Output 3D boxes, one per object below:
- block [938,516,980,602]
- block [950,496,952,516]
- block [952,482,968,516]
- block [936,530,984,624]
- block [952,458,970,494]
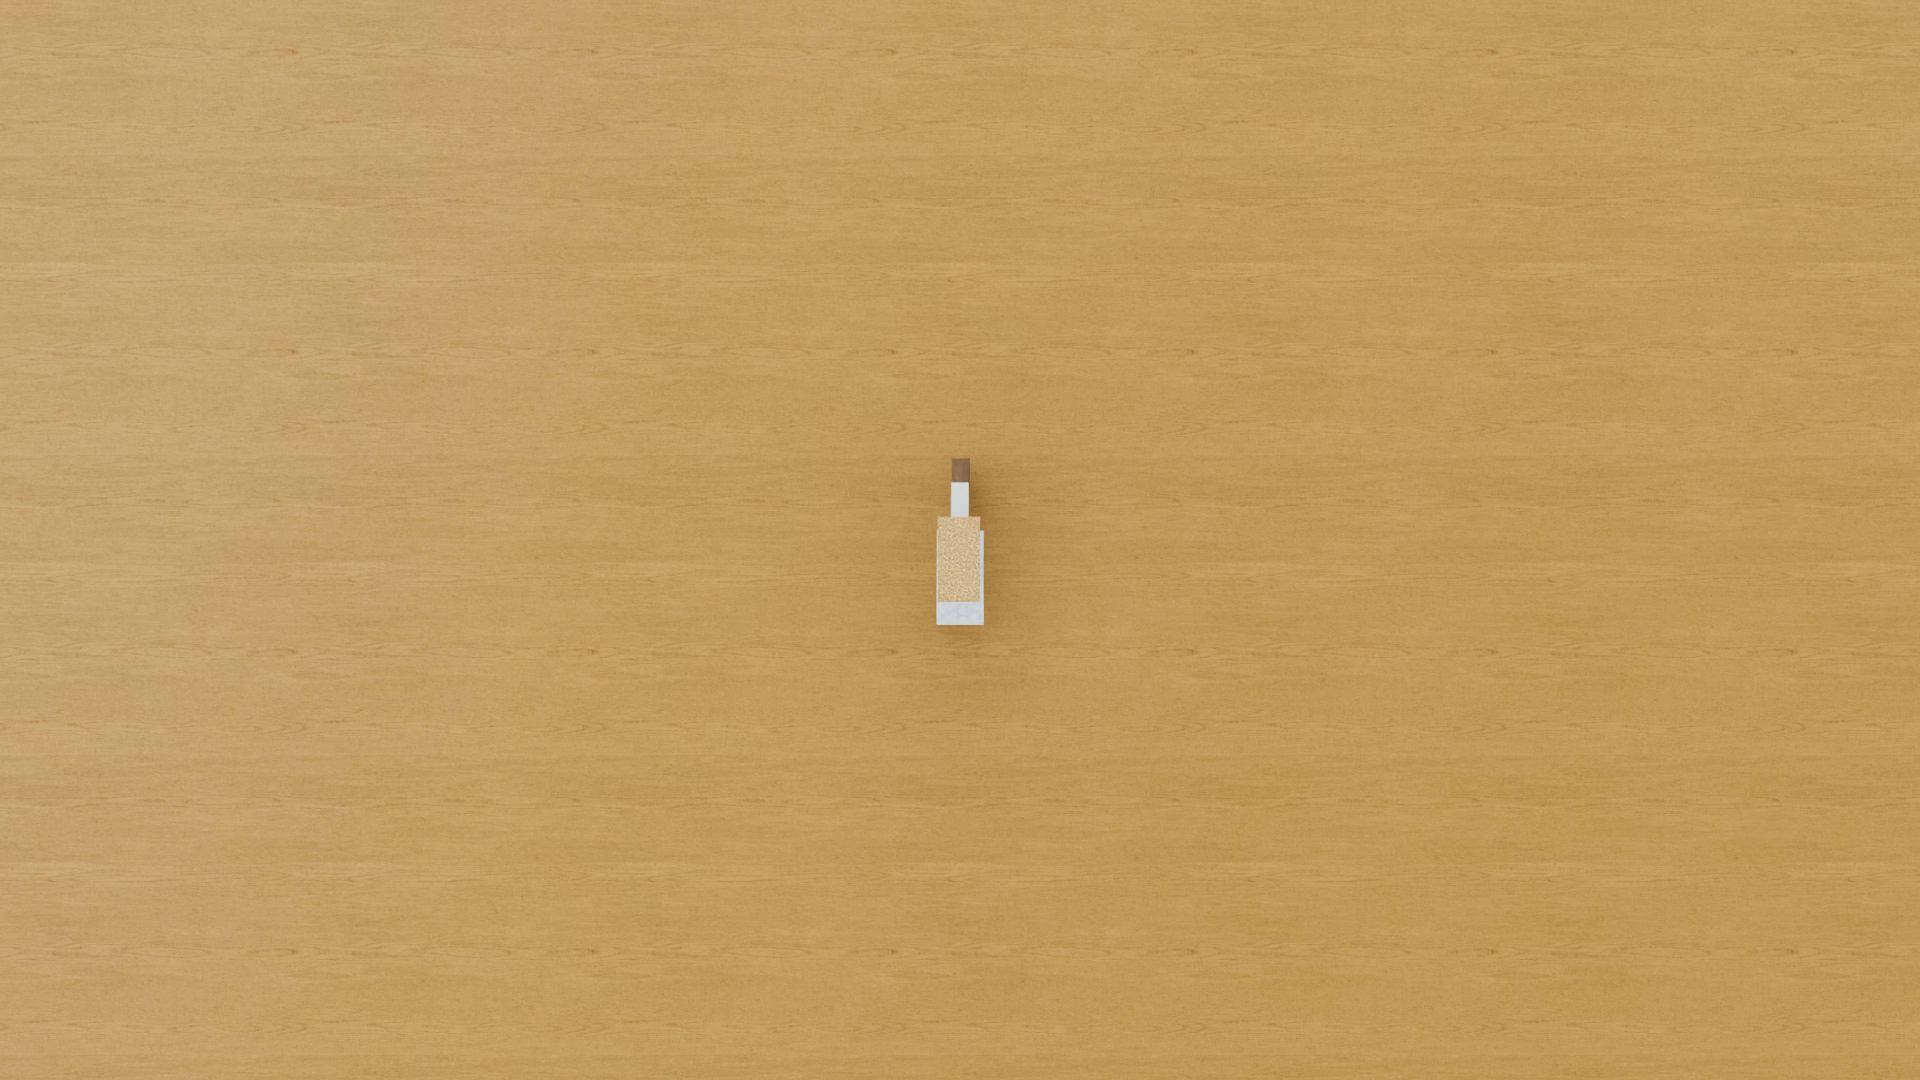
[{"bbox_3d":[-0.003,0.057,4.894,0.126,0.036,0.252,0,90,0],"label":"block"},{"bbox_3d":[-0.004,-0.089,5.381,0.055,0.016,0.111,0,90,0],"label":"block"},{"bbox_3d":[0.000,-0.129,5.251,0.054,0.015,0.109,0,90,0],"label":"block"},{"bbox_3d":[0.001,0.118,5.185,0.147,0.042,0.294,0,90,0],"label":"block"},{"bbox_3d":[0.003,-0.207,5.376,0.058,0.016,0.116,0,90,0],"label":"block"}]
